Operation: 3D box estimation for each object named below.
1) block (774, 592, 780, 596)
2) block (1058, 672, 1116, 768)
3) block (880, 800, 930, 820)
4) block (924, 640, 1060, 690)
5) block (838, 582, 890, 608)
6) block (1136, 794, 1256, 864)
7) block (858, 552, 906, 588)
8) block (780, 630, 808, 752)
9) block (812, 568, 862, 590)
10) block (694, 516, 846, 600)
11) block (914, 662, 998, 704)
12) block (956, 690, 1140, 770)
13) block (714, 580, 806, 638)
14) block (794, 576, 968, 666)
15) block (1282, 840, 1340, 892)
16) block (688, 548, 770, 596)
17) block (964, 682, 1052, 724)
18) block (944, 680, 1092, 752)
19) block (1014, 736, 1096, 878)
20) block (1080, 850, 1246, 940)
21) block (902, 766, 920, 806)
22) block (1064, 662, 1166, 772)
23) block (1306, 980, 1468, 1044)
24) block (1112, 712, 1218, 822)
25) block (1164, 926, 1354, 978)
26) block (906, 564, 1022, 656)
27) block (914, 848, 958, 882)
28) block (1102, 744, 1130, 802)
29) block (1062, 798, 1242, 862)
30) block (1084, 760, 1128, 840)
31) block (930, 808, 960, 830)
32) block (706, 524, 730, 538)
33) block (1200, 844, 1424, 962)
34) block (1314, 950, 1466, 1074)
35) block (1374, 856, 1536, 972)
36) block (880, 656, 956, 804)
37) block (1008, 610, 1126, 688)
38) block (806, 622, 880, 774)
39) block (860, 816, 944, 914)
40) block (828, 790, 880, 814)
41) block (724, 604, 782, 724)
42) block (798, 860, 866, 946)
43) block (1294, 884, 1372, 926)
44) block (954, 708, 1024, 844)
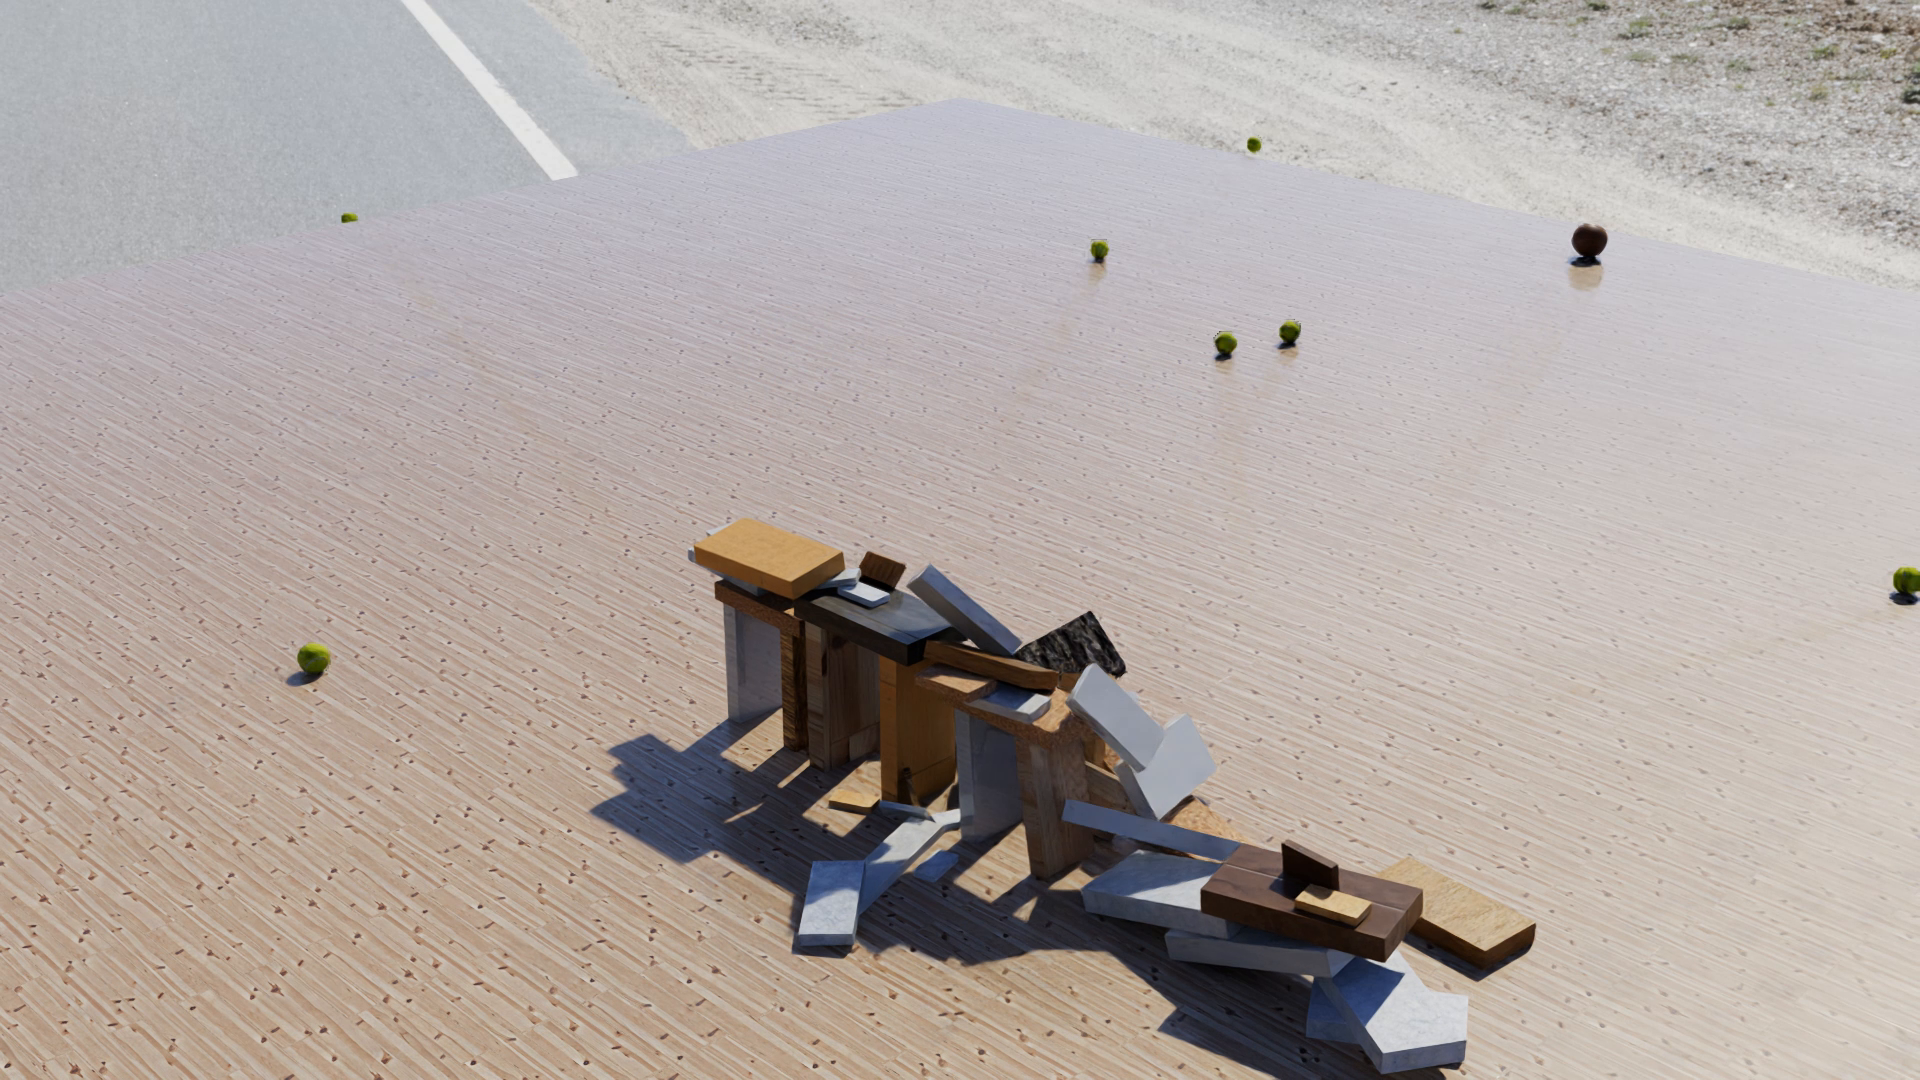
[{"bbox_3d":[-0.406,0.065,4.690,0.095,0.027,0.191,-20,30,-39],"label":"block"},{"bbox_3d":[0.247,0.393,4.523,0.119,0.238,0.034,-3,-18,43],"label":"block"},{"bbox_3d":[-0.111,0.546,4.413,0.096,0.048,0.014,8,60,17],"label":"block"},{"bbox_3d":[0.061,0.241,4.257,0.238,0.034,0.119,15,3,32],"label":"block"},{"bbox_3d":[-0.197,0.110,4.498,0.102,0.014,0.051,20,30,39],"label":"block"},{"bbox_3d":[0.521,0.626,4.238,0.133,0.038,0.471,-12,26,-26],"label":"block"},{"bbox_3d":[-0.164,0.062,4.572,0.102,0.051,0.014,20,-15,38],"label":"block"},{"bbox_3d":[-0.315,0.301,4.696,0.039,0.278,0.139,22,31,40],"label":"block"},{"bbox_3d":[-0.258,0.081,4.541,0.102,0.014,0.051,-8,21,14],"label":"block"},{"bbox_3d":[-0.400,0.036,4.595,0.300,0.042,0.150,18,37,39],"label":"block"},{"bbox_3d":[-0.009,0.271,4.214,0.075,0.021,0.150,-24,28,-39],"label":"block"},{"bbox_3d":[0.190,0.409,4.648,0.434,0.099,0.028,-14,55,-34],"label":"block"},{"bbox_3d":[-0.382,0.129,4.695,0.139,0.039,0.278,-21,31,-41],"label":"block"},{"bbox_3d":[-0.163,0.157,4.467,0.337,0.048,0.168,21,31,40],"label":"block"},{"bbox_3d":[0.611,0.571,3.837,0.017,0.059,0.117,-24,30,-32],"label":"block"},{"bbox_3d":[-0.478,0.057,4.778,0.095,0.027,0.258,-19,29,-37],"label":"block"},{"bbox_3d":[0.090,0.306,4.176,0.150,0.021,0.075,15,29,32],"label":"block"},{"bbox_3d":[0.119,0.318,4.229,0.142,0.040,0.283,-21,31,-41],"label":"block"},{"bbox_3d":[0.183,0.492,4.235,0.142,0.283,0.040,-21,21,-41],"label":"block"},{"bbox_3d":[0.408,0.649,4.045,0.343,0.049,0.171,2,20,46],"label":"block"},{"bbox_3d":[-0.096,0.510,4.438,0.013,0.094,0.047,-15,25,-4],"label":"block"},{"bbox_3d":[0.296,0.337,4.167,0.028,0.199,0.099,-34,16,49],"label":"block"},{"bbox_3d":[0.735,0.819,3.782,0.266,0.038,0.133,5,24,12],"label":"block"},{"bbox_3d":[0.414,0.458,4.418,0.038,0.133,0.266,-27,2,38],"label":"block"},{"bbox_3d":[0.554,0.700,3.913,0.343,0.049,0.171,-3,18,42],"label":"block"},{"bbox_3d":[0.007,0.144,4.324,0.034,0.238,0.119,-51,5,-17],"label":"block"},{"bbox_3d":[-0.046,0.630,4.258,0.047,0.013,0.094,13,26,28],"label":"block"},{"bbox_3d":[0.335,0.424,4.552,0.119,0.034,0.239,-25,49,-18],"label":"block"},{"bbox_3d":[0.376,0.554,4.138,0.365,0.042,0.148,14,-7,7],"label":"block"},{"bbox_3d":[0.230,0.501,4.423,0.034,0.119,0.238,12,9,-46],"label":"block"},{"bbox_3d":[-0.006,0.560,4.423,0.096,0.014,0.048,-9,25,-20],"label":"block"},{"bbox_3d":[-0.463,0.014,4.731,0.095,0.027,0.191,-17,29,-24],"label":"block"},{"bbox_3d":[0.612,0.630,3.837,0.343,0.049,0.171,11,27,31],"label":"block"},{"bbox_3d":[0.726,0.793,3.742,0.148,0.042,0.297,-6,24,-13],"label":"block"},{"bbox_3d":[0.899,0.690,4.080,0.149,0.042,0.297,-18,29,-36],"label":"block"},{"bbox_3d":[-0.085,0.365,4.470,0.048,0.337,0.168,21,31,40],"label":"block"},{"bbox_3d":[0.142,0.311,4.688,0.401,0.042,0.150,-28,62,-6],"label":"block"},{"bbox_3d":[-0.241,0.304,4.614,0.168,0.337,0.048,-21,31,-41],"label":"block"},{"bbox_3d":[-0.150,0.632,4.243,0.075,0.021,0.364,12,26,25],"label":"block"},{"bbox_3d":[-0.215,0.533,4.487,0.094,0.013,0.047,8,24,19],"label":"block"},{"bbox_3d":[-0.447,0.249,4.817,0.139,0.278,0.039,-21,31,-41],"label":"block"},{"bbox_3d":[-0.236,0.673,4.084,0.099,0.028,0.199,-2,33,7],"label":"block"},{"bbox_3d":[0.639,0.624,3.763,0.117,0.017,0.058,13,28,34],"label":"block"},{"bbox_3d":[0.060,0.444,4.348,0.142,0.283,0.040,-21,27,-41],"label":"block"}]
